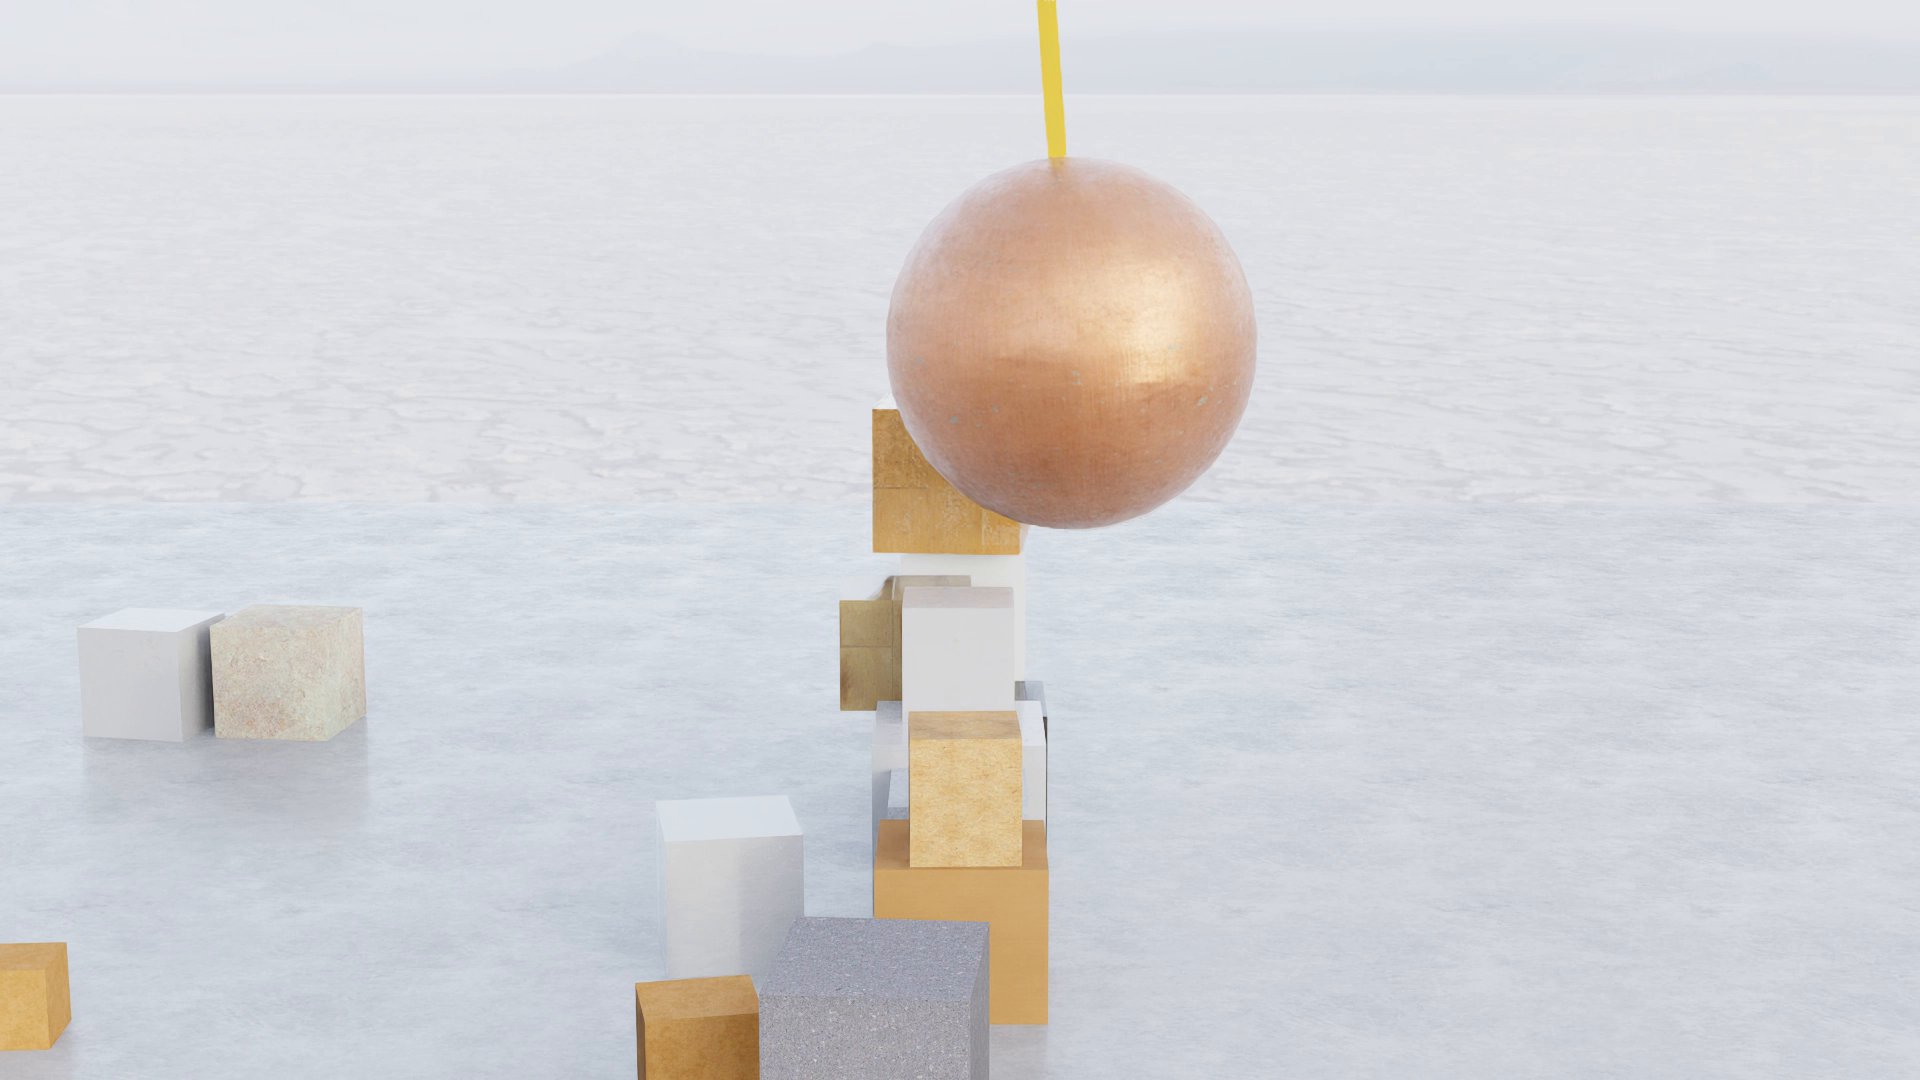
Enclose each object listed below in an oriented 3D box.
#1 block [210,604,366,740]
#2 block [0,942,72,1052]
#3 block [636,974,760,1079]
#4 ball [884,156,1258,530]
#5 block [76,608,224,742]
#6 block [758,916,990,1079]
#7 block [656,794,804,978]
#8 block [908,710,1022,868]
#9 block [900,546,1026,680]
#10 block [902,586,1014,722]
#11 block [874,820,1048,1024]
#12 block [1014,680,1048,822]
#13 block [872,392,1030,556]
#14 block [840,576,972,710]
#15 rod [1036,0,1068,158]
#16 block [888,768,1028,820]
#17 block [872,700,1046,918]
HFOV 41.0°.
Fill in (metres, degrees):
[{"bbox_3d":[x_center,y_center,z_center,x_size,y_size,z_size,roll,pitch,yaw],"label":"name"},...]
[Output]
[{"bbox_3d":[-3.644,0.712,13.953,0.621,0.606,0.598,1,10,7],"label":"block"},{"bbox_3d":[-3.488,1.682,9.459,0.319,0.305,0.305,-1,10,-4],"label":"block"},{"bbox_3d":[-0.908,1.757,8.934,0.405,0.346,0.383,-2,11,-12],"label":"block"},{"bbox_3d":[0.477,-0.843,11.027,1.600,1.600,1.600,0,10,0],"label":"ball"},{"bbox_3d":[-4.367,0.723,13.915,0.581,0.598,0.524,2,11,12],"label":"block"},{"bbox_3d":[-0.267,1.686,8.508,0.671,0.638,0.769,1,10,5],"label":"block"},{"bbox_3d":[-0.934,1.390,10.361,0.541,0.558,0.579,-2,10,-10],"label":"block"},{"bbox_3d":[0.016,0.935,9.696,0.415,0.487,0.429,0,10,-2],"label":"block"},{"bbox_3d":[0.013,0.334,12.368,0.590,0.669,0.538,0,10,0],"label":"block"},{"bbox_3d":[-0.006,0.498,11.247,0.482,0.504,0.468,0,10,0],"label":"block"},{"bbox_3d":[0.007,1.458,9.861,0.646,0.602,0.648,0,10,0],"label":"block"},{"bbox_3d":[0.012,1.058,11.867,0.759,0.672,0.683,0,10,0],"label":"block"},{"bbox_3d":[-0.032,-0.333,12.263,0.685,0.680,0.720,1,10,5],"label":"block"},{"bbox_3d":[-0.245,0.468,11.812,0.593,0.509,0.579,0,10,0],"label":"block"},{"bbox_3d":[0.207,-4.178,10.421,0.080,5.200,0.080,-4,10,1],"label":"rod"},{"bbox_3d":[-0.008,1.323,10.469,0.555,0.651,0.573,0,10,0],"label":"block"},{"bbox_3d":[-0.005,1.154,11.132,0.728,0.746,0.772,0,10,0],"label":"block"}]
